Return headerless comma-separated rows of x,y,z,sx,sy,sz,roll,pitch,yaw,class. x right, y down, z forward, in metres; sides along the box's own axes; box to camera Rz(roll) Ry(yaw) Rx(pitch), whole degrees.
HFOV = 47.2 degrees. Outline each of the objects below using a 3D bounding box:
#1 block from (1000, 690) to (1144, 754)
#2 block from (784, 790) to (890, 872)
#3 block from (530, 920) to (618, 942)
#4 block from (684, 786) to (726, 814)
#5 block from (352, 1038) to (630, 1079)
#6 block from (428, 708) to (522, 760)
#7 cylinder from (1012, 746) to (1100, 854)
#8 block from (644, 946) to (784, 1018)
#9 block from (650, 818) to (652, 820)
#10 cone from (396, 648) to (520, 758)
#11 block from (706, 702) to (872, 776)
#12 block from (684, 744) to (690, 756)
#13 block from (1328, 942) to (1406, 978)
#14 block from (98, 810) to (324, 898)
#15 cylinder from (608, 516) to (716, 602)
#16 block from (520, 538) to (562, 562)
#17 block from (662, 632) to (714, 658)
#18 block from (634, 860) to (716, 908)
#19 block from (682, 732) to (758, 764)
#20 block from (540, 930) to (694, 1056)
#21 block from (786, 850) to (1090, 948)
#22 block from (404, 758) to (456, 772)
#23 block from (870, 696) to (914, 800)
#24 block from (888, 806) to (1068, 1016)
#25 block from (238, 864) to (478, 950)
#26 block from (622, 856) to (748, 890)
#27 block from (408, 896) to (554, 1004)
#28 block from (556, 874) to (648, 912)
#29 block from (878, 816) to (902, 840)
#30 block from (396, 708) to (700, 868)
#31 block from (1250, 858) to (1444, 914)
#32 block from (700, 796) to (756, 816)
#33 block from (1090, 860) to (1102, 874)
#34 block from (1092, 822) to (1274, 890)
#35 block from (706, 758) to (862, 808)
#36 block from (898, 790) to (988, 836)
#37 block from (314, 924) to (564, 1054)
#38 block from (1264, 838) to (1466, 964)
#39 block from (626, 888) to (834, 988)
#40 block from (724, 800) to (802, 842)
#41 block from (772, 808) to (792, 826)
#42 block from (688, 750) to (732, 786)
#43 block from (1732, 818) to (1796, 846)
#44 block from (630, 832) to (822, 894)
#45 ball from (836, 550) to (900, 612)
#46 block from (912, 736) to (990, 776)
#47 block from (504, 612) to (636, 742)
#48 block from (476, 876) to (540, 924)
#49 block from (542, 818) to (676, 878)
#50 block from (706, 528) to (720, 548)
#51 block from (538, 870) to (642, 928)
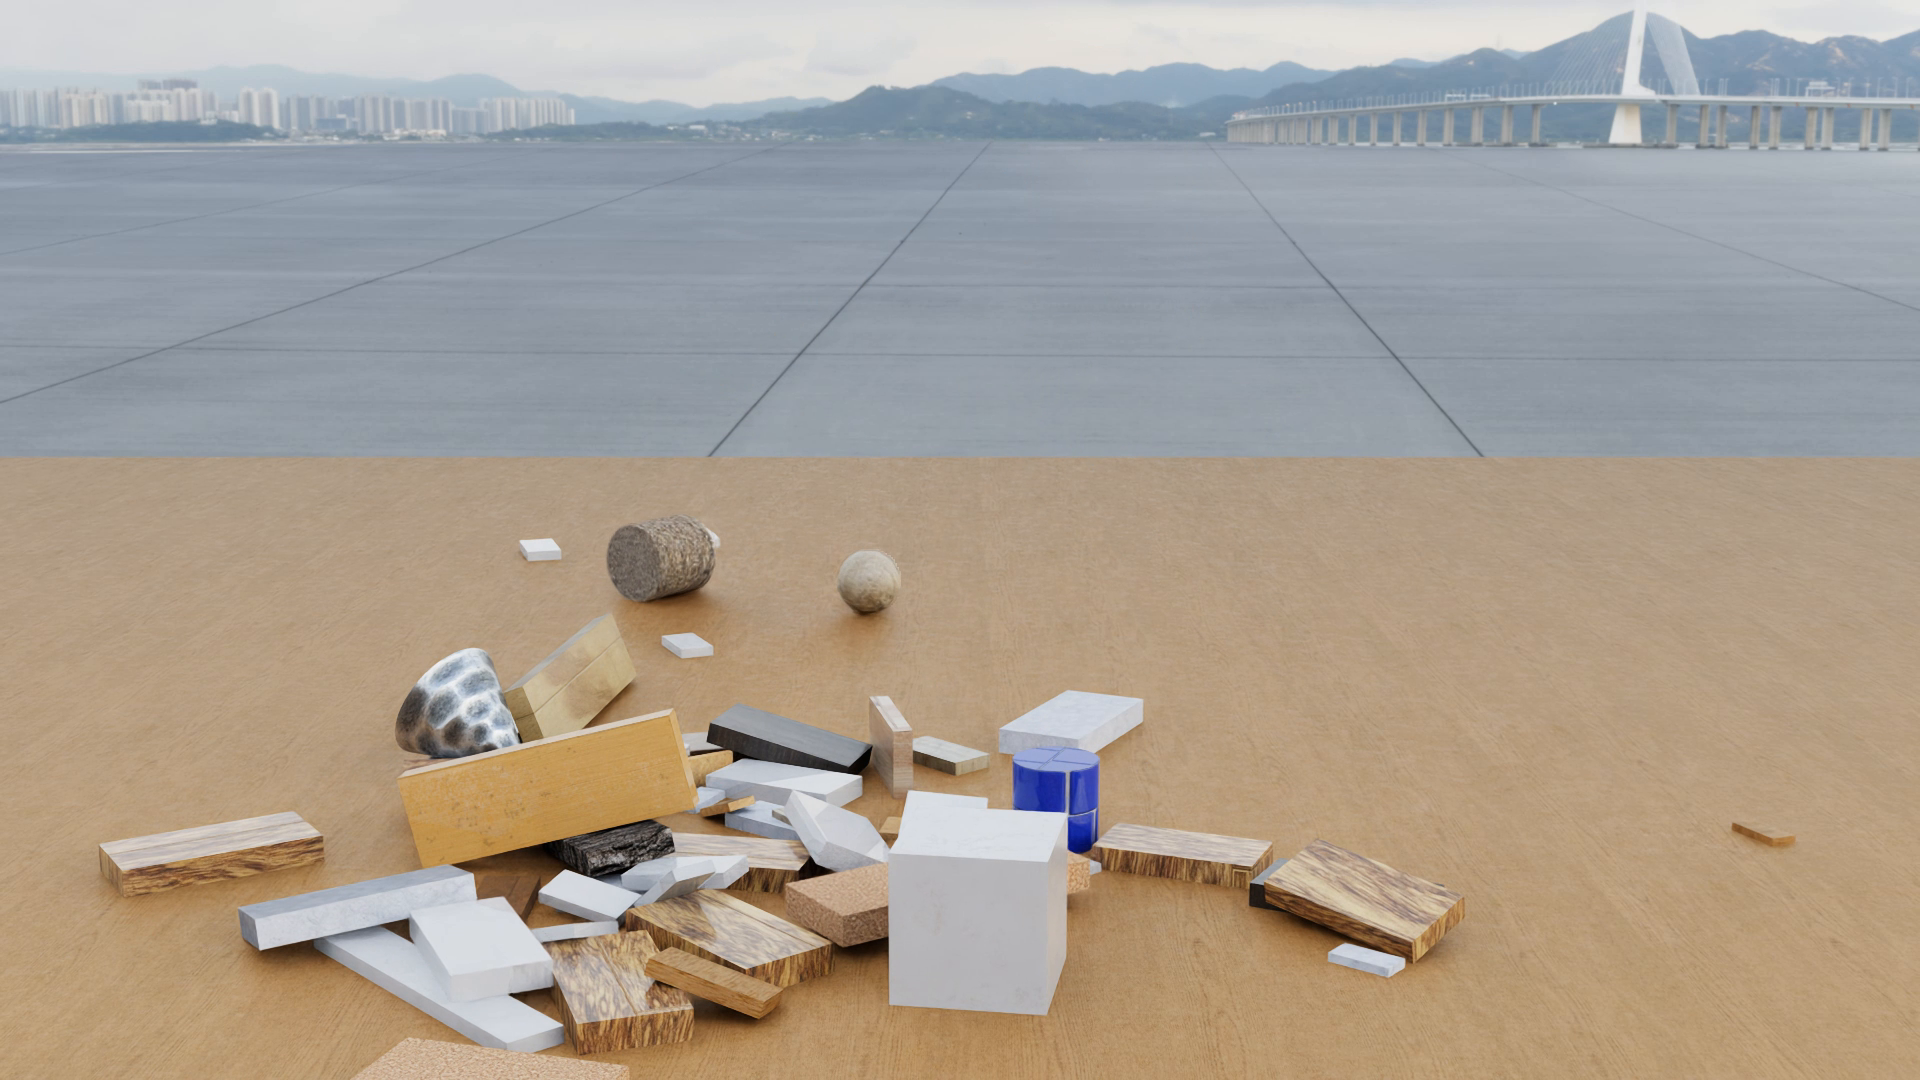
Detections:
0.237,0.389,4.616,0.177,0.050,0.354,5,12,26,block
-0.202,0.517,3.786,0.149,0.042,0.298,23,3,-18,block
-0.592,0.602,3.379,0.074,0.021,0.149,-10,-11,16,block
-0.495,0.491,4.157,0.055,0.016,0.110,5,11,24,block
-0.613,0.718,2.855,0.327,0.046,0.163,3,11,16,block
-0.933,0.386,4.690,0.098,0.028,0.887,2,11,12,block
0.171,0.464,3.924,0.154,0.154,0.154,0,11,0,cylinder
-0.355,0.638,3.174,0.182,0.026,0.091,18,4,13,block
-0.600,0.486,4.150,0.104,0.029,0.208,3,11,15,block
-0.927,0.385,4.314,0.250,0.250,0.250,35,26,23,cone
-0.337,0.404,4.365,0.295,0.042,0.148,16,16,13,block
-0.594,0.428,4.243,0.081,0.023,0.161,10,20,18,block
0.620,0.641,3.356,0.104,0.015,0.052,8,13,38,block
-1.293,0.541,3.803,0.336,0.048,0.168,-7,13,-33,block
-0.816,0.050,6.009,0.208,0.208,0.208,8,13,37,cylinder
-1.263,0.029,6.613,0.098,0.028,0.196,-3,11,-18,block
-0.669,0.258,5.392,0.081,0.023,0.161,-5,12,-24,block
-0.455,0.554,3.506,0.074,0.021,0.149,-9,-23,-39,block
-0.464,0.422,4.469,0.268,0.038,0.134,-3,11,-18,block
-0.503,0.654,3.199,0.163,0.046,0.327,-4,11,-19,block
-0.032,0.559,3.552,0.472,0.050,0.177,-7,13,-33,block
-0.856,0.451,4.055,0.314,0.044,0.157,-1,-28,-6,block
-0.136,0.403,4.306,0.038,0.134,0.268,-2,11,-12,block
0.030,0.546,3.273,0.231,0.231,0.231,2,11,10,block
-0.951,0.577,3.471,0.336,0.048,0.168,-9,2,-27,block
-0.452,0.547,3.616,0.185,0.026,0.093,-4,8,20,block
-0.722,0.611,3.298,0.148,0.042,0.295,-5,12,-25,block
-0.577,0.582,3.642,0.185,0.026,0.093,-3,11,-14,block
-0.115,0.524,3.990,0.047,0.013,0.095,2,11,9,block
-0.705,0.428,3.769,0.487,0.168,0.048,-13,9,5,block
0.633,0.582,3.602,0.283,0.040,0.142,6,12,28,block
-0.428,0.491,4.050,0.055,0.016,0.110,-14,-3,-36,block
0.145,0.572,3.727,0.214,0.015,0.052,-9,14,-40,block
0.385,0.545,3.803,0.283,0.040,0.142,4,11,22,block
-0.337,0.470,4.212,0.268,0.038,0.134,5,12,27,block
-0.029,0.511,3.913,0.148,0.042,0.295,6,9,1,block
-0.779,0.656,3.245,0.091,0.026,0.574,-9,14,-42,block
0.640,0.569,3.488,0.284,0.040,0.142,18,37,43,block
-0.358,0.618,3.392,0.163,0.046,0.327,-9,14,-40,block
-0.328,0.515,4.003,0.186,0.026,0.093,8,13,37,block
-0.295,0.501,3.969,0.047,0.013,0.095,-7,13,-35,block
-0.495,0.446,4.291,0.110,0.055,0.016,-7,15,-34,block
1.449,0.527,3.965,0.052,0.015,0.104,-4,11,-22,block
-0.399,0.551,3.762,0.298,0.042,0.149,2,11,12,block
-0.242,0.110,5.801,0.165,0.165,0.165,0,11,0,ball
-0.038,0.434,4.436,0.093,0.026,0.186,-10,14,-42,block
-0.830,0.309,4.736,0.044,0.157,0.687,-20,8,9,block
-0.746,0.592,3.588,0.093,0.026,0.185,0,11,-2,block
-0.611,0.515,3.788,0.149,0.042,0.298,-14,8,-25,block
-0.811,-0.006,6.802,0.098,0.028,0.196,-3,11,-18,block
-0.598,0.581,3.558,0.148,0.021,0.074,14,27,21,block
